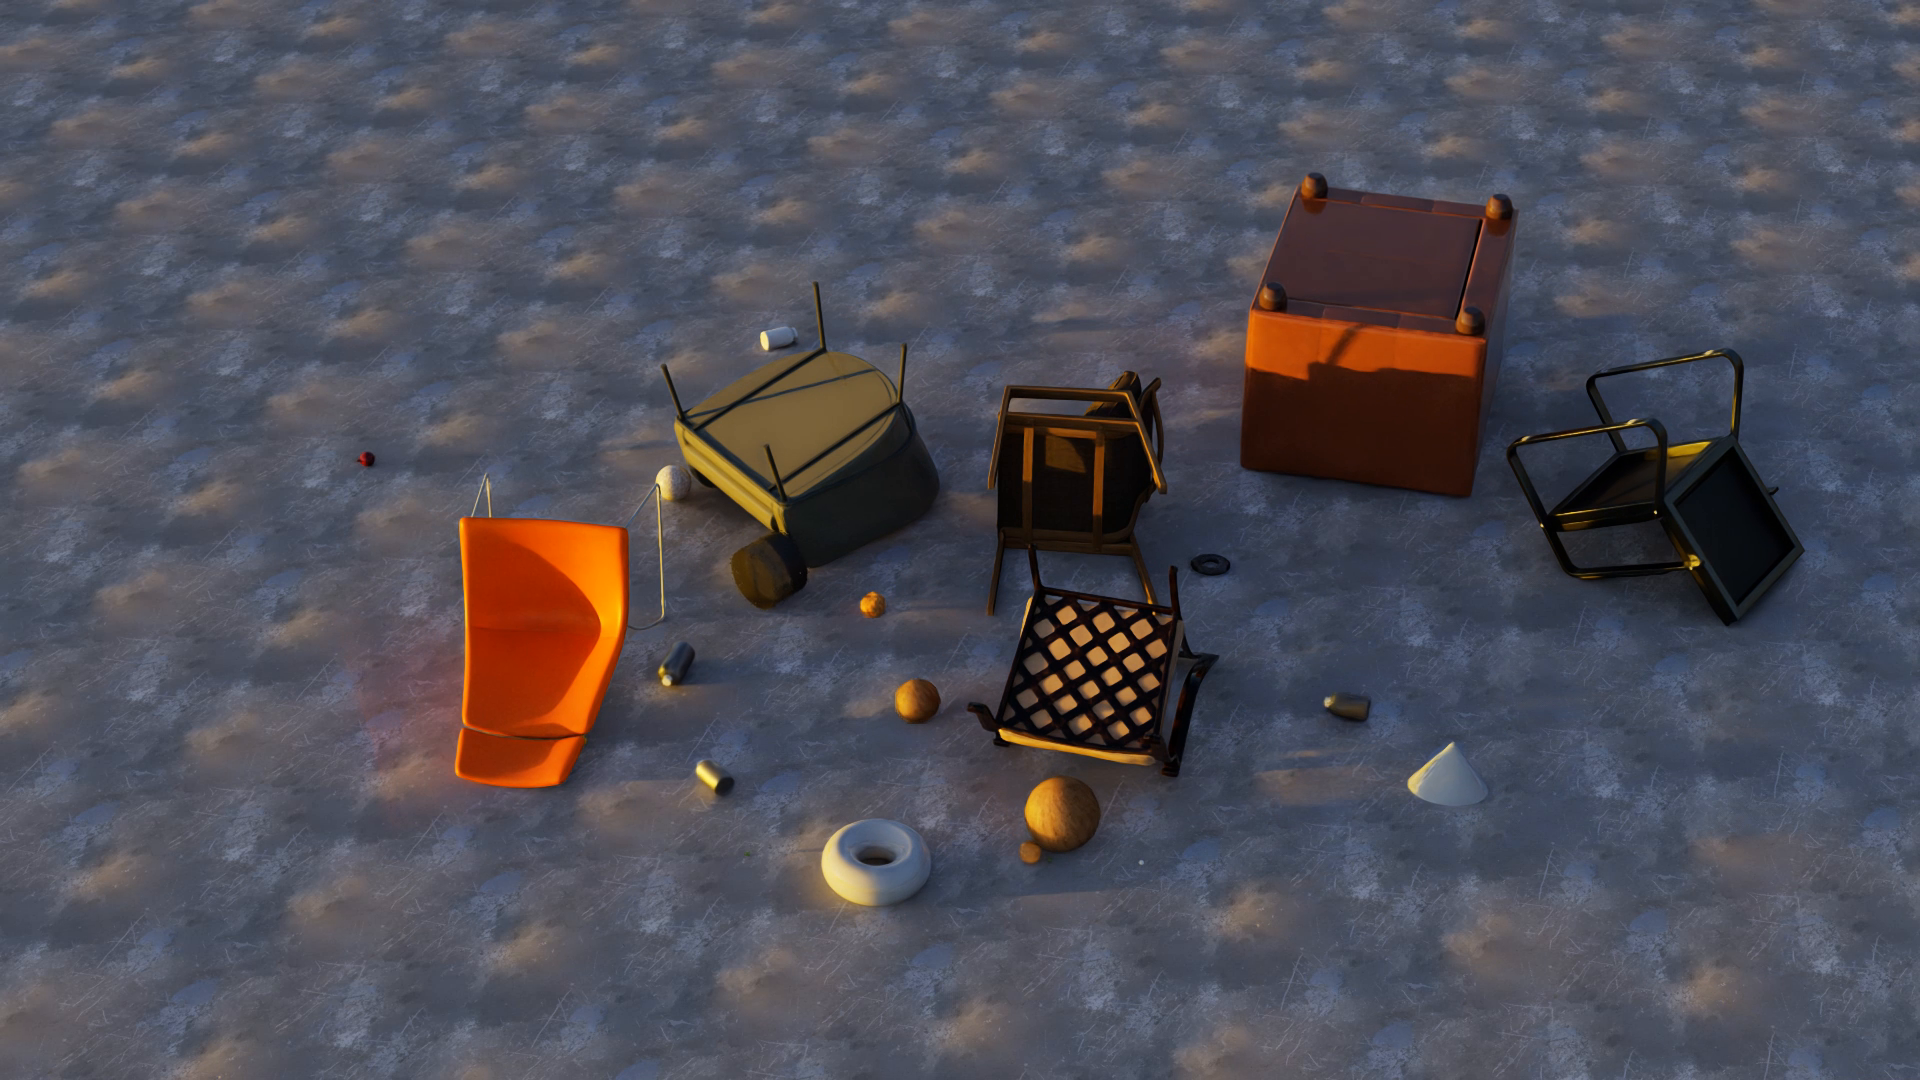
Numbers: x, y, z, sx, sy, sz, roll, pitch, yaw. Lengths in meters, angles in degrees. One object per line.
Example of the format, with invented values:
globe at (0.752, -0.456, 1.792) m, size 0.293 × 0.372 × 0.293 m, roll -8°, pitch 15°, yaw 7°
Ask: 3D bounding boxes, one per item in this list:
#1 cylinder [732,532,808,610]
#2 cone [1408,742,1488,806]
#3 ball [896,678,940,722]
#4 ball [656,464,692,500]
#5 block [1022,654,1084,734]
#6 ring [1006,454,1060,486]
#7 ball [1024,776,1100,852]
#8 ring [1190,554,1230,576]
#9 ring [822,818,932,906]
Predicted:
cylinder at (-0.688, 0.110, 10.571) m, size 0.160 × 0.235 × 0.220 m, roll -31°, pitch 1°, yaw -38°
cone at (1.615, 0.739, 9.651) m, size 0.264 × 0.189 × 0.194 m, roll 6°, pitch 34°, yaw 9°
ball at (-0.142, 0.546, 9.980) m, size 0.150 × 0.150 × 0.150 m, roll 0°, pitch 33°, yaw 0°
ball at (-1.089, -0.218, 11.151) m, size 0.137 × 0.137 × 0.137 m, roll 0°, pitch 33°, yaw 0°
block at (0.315, 0.523, 9.978) m, size 0.165 × 0.190 × 0.161 m, roll 11°, pitch 35°, yaw 17°
ring at (0.278, -0.268, 11.279) m, size 0.213 × 0.082 × 0.157 m, roll 10°, pitch 34°, yaw 17°
ball at (0.329, 0.877, 9.393) m, size 0.242 × 0.242 × 0.242 m, roll 0°, pitch 33°, yaw 0°
ring at (0.922, 0.090, 10.788) m, size 0.147 × 0.022 × 0.132 m, roll 3°, pitch 34°, yaw 4°
ring at (-0.264, 1.019, 9.278) m, size 0.348 × 0.135 × 0.345 m, roll -3°, pitch 34°, yaw -6°
